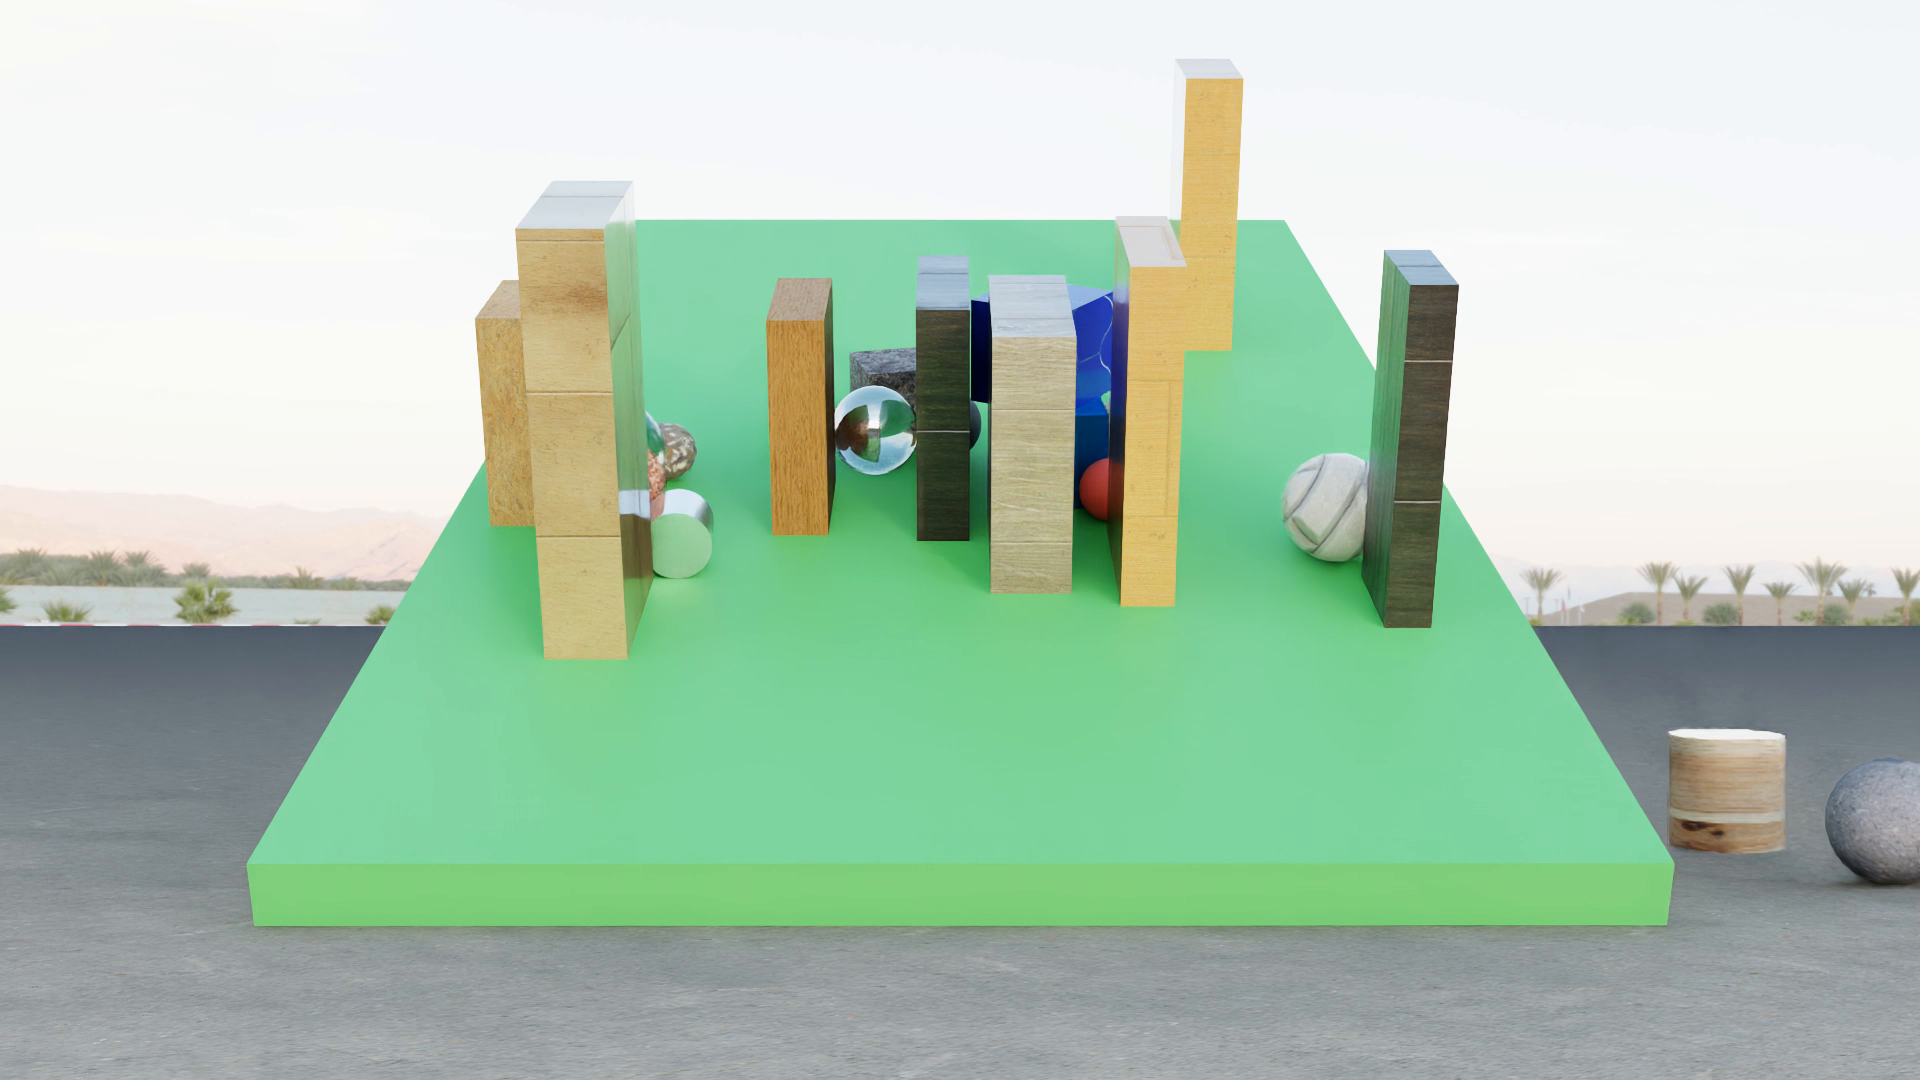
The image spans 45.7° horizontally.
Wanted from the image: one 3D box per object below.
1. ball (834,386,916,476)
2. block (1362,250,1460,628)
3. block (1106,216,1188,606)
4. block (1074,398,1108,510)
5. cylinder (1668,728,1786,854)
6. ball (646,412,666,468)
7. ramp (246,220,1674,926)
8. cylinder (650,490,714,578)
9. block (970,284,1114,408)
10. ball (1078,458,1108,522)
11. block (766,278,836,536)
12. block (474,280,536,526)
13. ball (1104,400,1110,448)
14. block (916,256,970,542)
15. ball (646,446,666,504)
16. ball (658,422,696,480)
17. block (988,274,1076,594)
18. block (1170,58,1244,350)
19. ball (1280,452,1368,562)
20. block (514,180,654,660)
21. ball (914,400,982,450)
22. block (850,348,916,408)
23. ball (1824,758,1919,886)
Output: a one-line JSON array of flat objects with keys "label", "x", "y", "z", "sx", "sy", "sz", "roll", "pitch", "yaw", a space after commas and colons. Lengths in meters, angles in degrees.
[{"label": "ball", "x": -0.177, "y": -0.227, "z": 4.711, "sx": 0.185, "sy": 0.185, "sz": 0.185, "roll": 0, "pitch": -2, "yaw": 0}, {"label": "block", "x": 0.782, "y": -0.177, "z": 3.983, "sx": 0.081, "sy": 0.615, "sz": 0.243, "roll": 0, "pitch": 21, "yaw": 0}, {"label": "block", "x": 0.335, "y": -0.240, "z": 4.139, "sx": 0.096, "sy": 0.620, "sz": 0.385, "roll": 0, "pitch": 21, "yaw": 0}, {"label": "block", "x": 0.187, "y": -0.186, "z": 4.594, "sx": 0.195, "sy": 0.195, "sz": 0.195, "roll": -2, "pitch": 21, "yaw": -4}, {"label": "cylinder", "x": 1.368, "y": 0.446, "z": 4.070, "sx": 0.197, "sy": 0.197, "sz": 0.197, "roll": 0, "pitch": 1, "yaw": 0}, {"label": "ball", "x": -0.688, "y": -0.178, "z": 4.560, "sx": 0.200, "sy": 0.200, "sz": 0.200, "roll": 0, "pitch": -2, "yaw": 0}, {"label": "ramp", "x": -0.006, "y": -0.214, "z": 5.079, "sx": 2.000, "sy": 0.100, "sz": 4.000, "roll": 0, "pitch": 21, "yaw": 0}, {"label": "cylinder", "x": -0.522, "y": -0.012, "z": 4.227, "sx": 0.129, "sy": 0.129, "sz": 0.129, "roll": 0, "pitch": 21, "yaw": -4}, {"label": "block", "x": 0.164, "y": -0.388, "z": 4.557, "sx": 0.208, "sy": 0.208, "sz": 0.208, "roll": 12, "pitch": 24, "yaw": 29}, {"label": "ball", "x": 0.295, "y": -0.099, "z": 4.466, "sx": 0.124, "sy": 0.124, "sz": 0.124, "roll": 0, "pitch": -2, "yaw": 0}, {"label": "block", "x": -0.308, "y": -0.266, "z": 4.473, "sx": 0.108, "sy": 0.428, "sz": 0.318, "roll": 0, "pitch": 21, "yaw": 0}, {"label": "block", "x": -0.852, "y": -0.274, "z": 4.506, "sx": 0.128, "sy": 0.418, "sz": 0.290, "roll": 0, "pitch": 21, "yaw": 0}, {"label": "ball", "x": 0.358, "y": -0.223, "z": 4.727, "sx": 0.168, "sy": 0.168, "sz": 0.168, "roll": 0, "pitch": -2, "yaw": 0}, {"label": "block", "x": -0.033, "y": -0.286, "z": 4.487, "sx": 0.101, "sy": 0.457, "sz": 0.421, "roll": 0, "pitch": 21, "yaw": 0}, {"label": "ball", "x": -0.664, "y": -0.106, "z": 4.377, "sx": 0.197, "sy": 0.197, "sz": 0.197, "roll": 0, "pitch": -2, "yaw": 0}, {"label": "ball", "x": -0.601, "y": -0.184, "z": 4.692, "sx": 0.118, "sy": 0.118, "sz": 0.118, "roll": 0, "pitch": -2, "yaw": 0}, {"label": "block", "x": 0.128, "y": -0.205, "z": 4.242, "sx": 0.146, "sy": 0.480, "sz": 0.434, "roll": 0, "pitch": 21, "yaw": 0}, {"label": "block", "x": 0.599, "y": -0.828, "z": 5.619, "sx": 0.136, "sy": 0.664, "sz": 0.292, "roll": 0, "pitch": 21, "yaw": 0}, {"label": "ball", "x": 0.701, "y": -0.062, "z": 4.258, "sx": 0.204, "sy": 0.204, "sz": 0.204, "roll": 0, "pitch": -2, "yaw": 0}, {"label": "block", "x": -0.631, "y": -0.208, "z": 3.885, "sx": 0.140, "sy": 0.739, "sz": 0.361, "roll": 0, "pitch": 21, "yaw": 0}, {"label": "ball", "x": -0.030, "y": -0.245, "z": 4.809, "sx": 0.151, "sy": 0.151, "sz": 0.151, "roll": 0, "pitch": -2, "yaw": 0}, {"label": "block", "x": -0.133, "y": -0.306, "z": 4.934, "sx": 0.174, "sy": 0.174, "sz": 0.174, "roll": -6, "pitch": 22, "yaw": -15}, {"label": "ball", "x": 1.523, "y": 0.460, "z": 3.725, "sx": 0.207, "sy": 0.207, "sz": 0.207, "roll": 0, "pitch": -2, "yaw": 0}]
